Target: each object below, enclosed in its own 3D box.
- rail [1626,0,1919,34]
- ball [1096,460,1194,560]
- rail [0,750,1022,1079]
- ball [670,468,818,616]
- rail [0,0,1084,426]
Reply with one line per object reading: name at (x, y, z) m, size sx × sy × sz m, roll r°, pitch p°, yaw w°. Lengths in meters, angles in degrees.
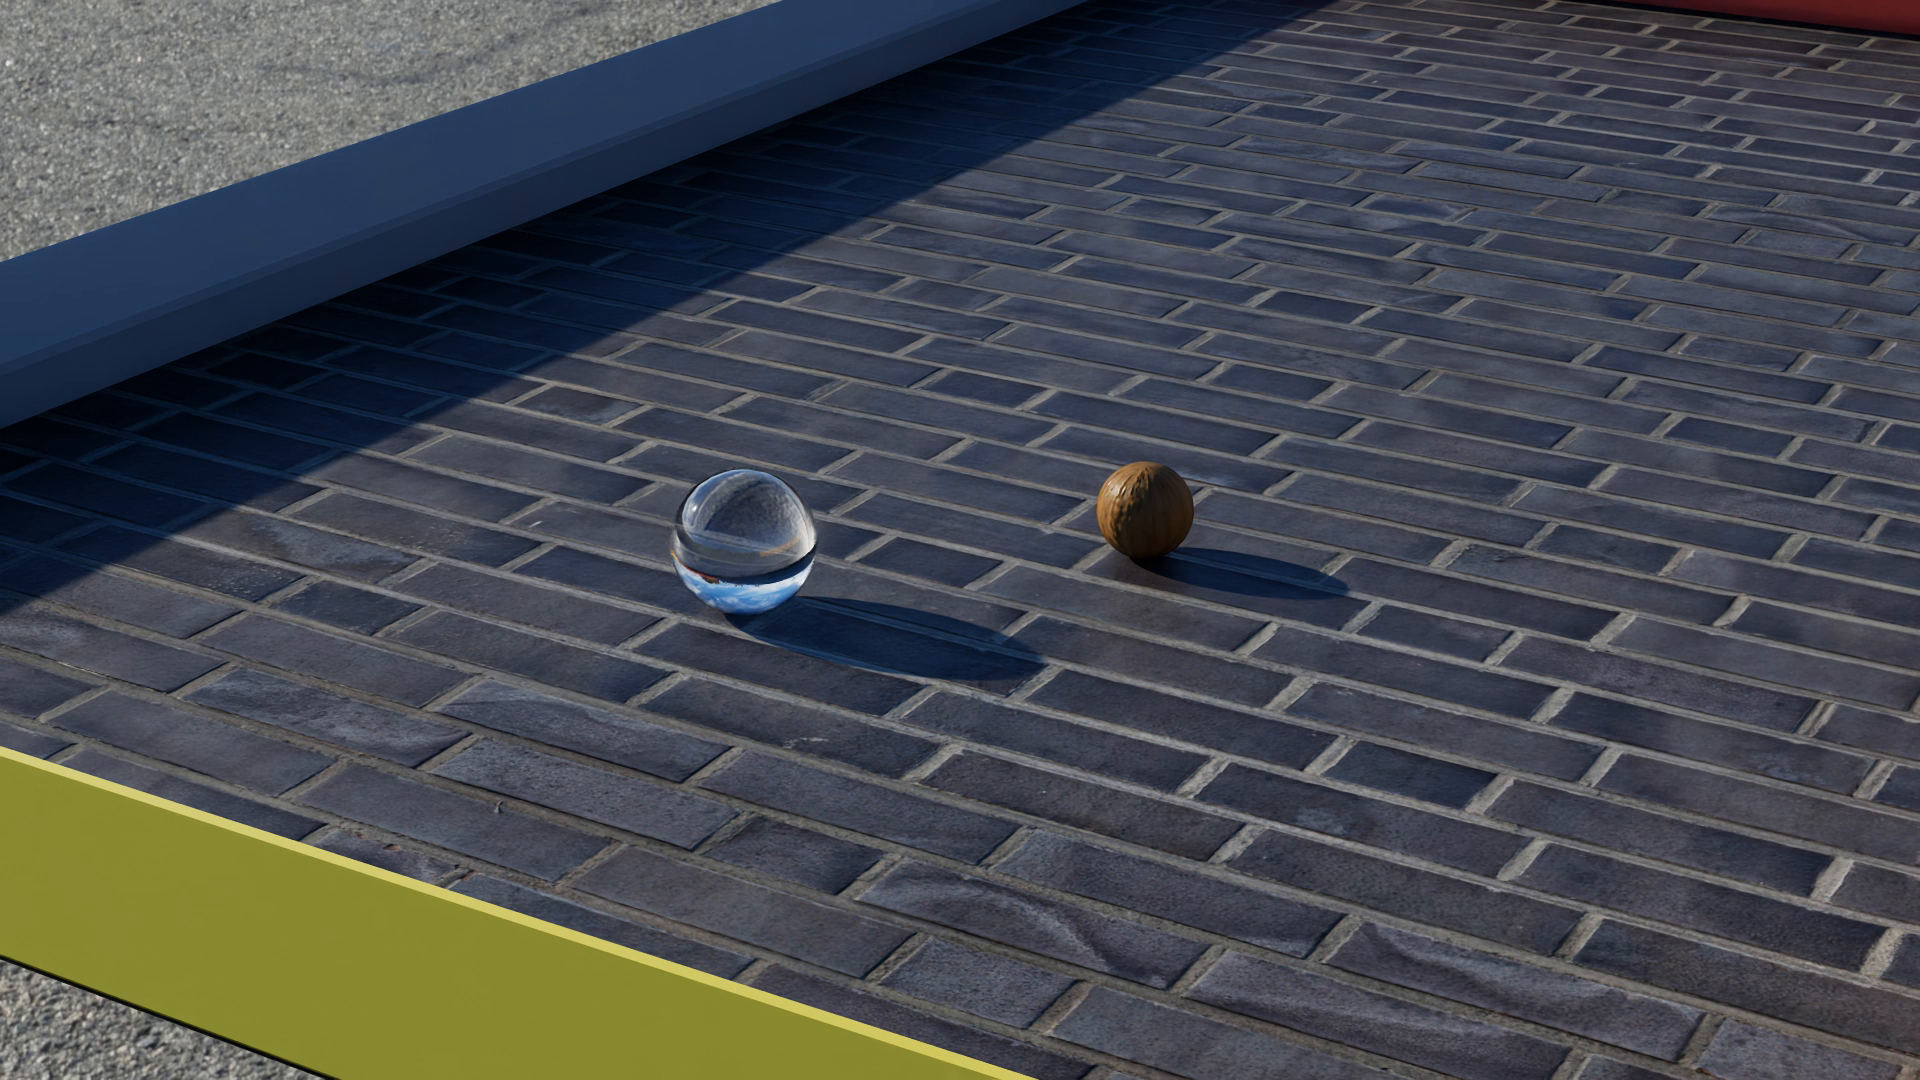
rail at (1.023, -0.695, 3.598) m, size 1.626 × 0.129 × 0.045 m, roll 13°, pitch 26°, yaw 28°
ball at (0.130, -0.021, 2.061) m, size 0.069 × 0.069 × 0.069 m, roll 0°, pitch 23°, yaw 0°
rail at (-0.333, 0.193, 1.469) m, size 1.626 × 0.129 × 0.045 m, roll 13°, pitch 26°, yaw 28°
ball at (-0.145, 0.001, 1.969) m, size 0.099 × 0.099 × 0.099 m, roll 0°, pitch 23°, yaw 0°
rail at (-0.335, -0.405, 2.903) m, size 0.045 × 0.129 × 2.723 m, roll 13°, pitch 26°, yaw 28°
